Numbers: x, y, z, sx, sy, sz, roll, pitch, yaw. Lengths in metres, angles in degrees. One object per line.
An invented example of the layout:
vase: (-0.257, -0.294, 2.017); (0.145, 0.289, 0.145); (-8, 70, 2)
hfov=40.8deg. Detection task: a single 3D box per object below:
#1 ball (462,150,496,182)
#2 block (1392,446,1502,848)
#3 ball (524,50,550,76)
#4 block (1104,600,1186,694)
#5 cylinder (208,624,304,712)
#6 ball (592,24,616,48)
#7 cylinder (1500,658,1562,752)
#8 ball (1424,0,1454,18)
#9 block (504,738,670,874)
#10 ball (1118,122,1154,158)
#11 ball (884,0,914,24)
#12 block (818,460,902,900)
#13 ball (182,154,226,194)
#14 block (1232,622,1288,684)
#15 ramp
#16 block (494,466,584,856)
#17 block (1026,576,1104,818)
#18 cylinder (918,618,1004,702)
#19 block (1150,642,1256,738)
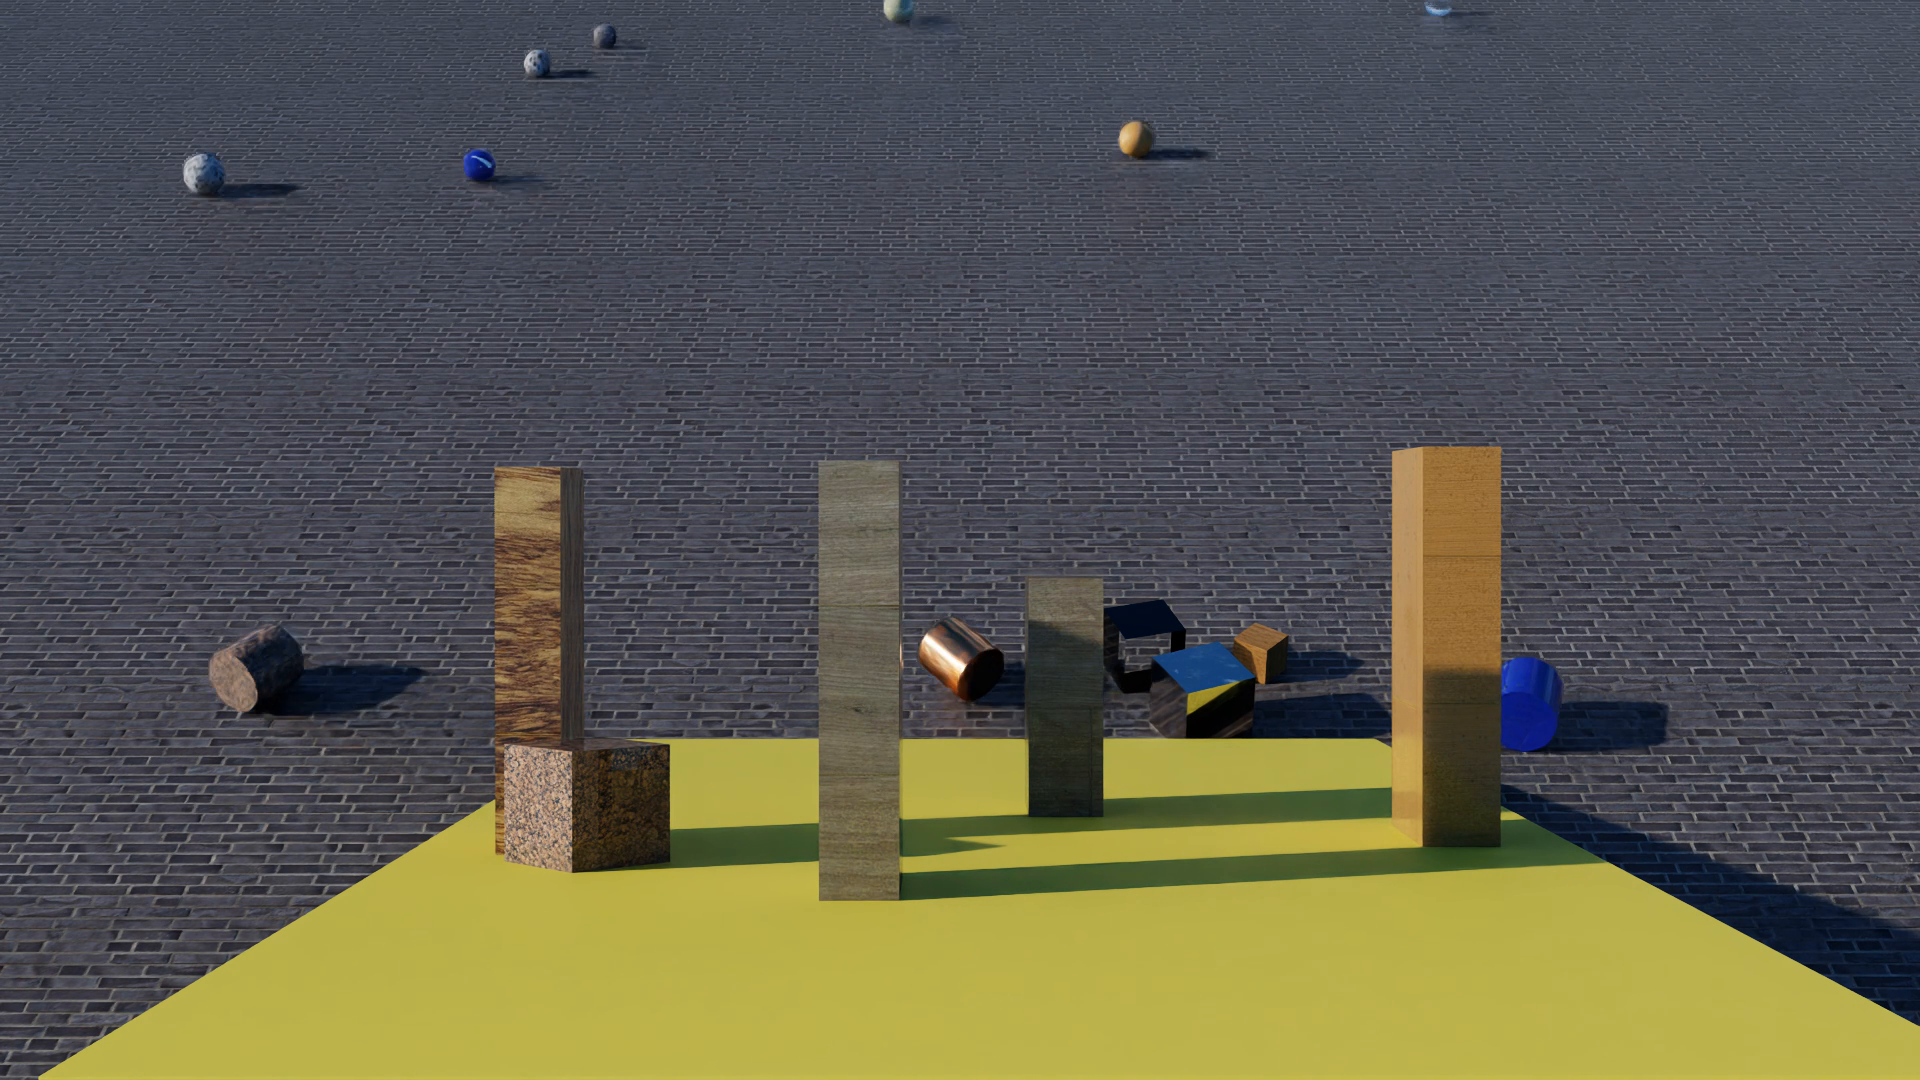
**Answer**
ball: (-1.927, -1.501, 10.359); (0.130, 0.130, 0.130); (0, 29, 0)
block: (0.862, 0.182, 4.596); (0.134, 0.688, 0.315); (0, 0, 0)
ball: (-1.883, -2.123, 11.515); (0.118, 0.118, 0.118); (0, 29, 0)
block: (0.499, 0.289, 7.028); (0.172, 0.172, 0.172); (-8, 30, -15)
cylinder: (-1.885, 0.341, 6.930); (0.176, 0.176, 0.176); (16, 32, 27)
ball: (-1.632, -2.314, 11.873); (0.109, 0.109, 0.109); (0, 29, 0)
cylinder: (1.477, 0.429, 6.765); (0.180, 0.180, 0.180); (8, 30, 14)
ball: (2.277, -2.554, 12.288); (0.134, 0.134, 0.134); (0, 29, 0)
block: (-0.614, 0.433, 4.256); (0.194, 0.194, 0.194); (0, 1, -43)
ball: (0.722, -1.644, 10.607); (0.143, 0.143, 0.143); (0, 29, 0)
ball: (-0.291, -2.512, 12.204); (0.142, 0.142, 0.142); (0, 29, 0)
block: (-0.149, 0.207, 3.946); (0.119, 0.650, 0.259); (0, 0, 0)
ball: (-2.991, -1.446, 10.228); (0.160, 0.160, 0.160); (0, 29, 0)
block: (0.820, 0.310, 7.059); (0.107, 0.107, 0.107); (21, 35, 34)
ramp: (0.064, 0.576, 4.620); (2.000, 0.100, 4.000); (0, 0, 0)
block: (-0.725, 0.202, 4.470); (0.110, 0.652, 0.271); (0, 0, 0)
block: (0.200, 0.297, 5.015); (0.141, 0.451, 0.259); (0, 0, 0)
cylinder: (0.003, 0.320, 6.954); (0.165, 0.165, 0.165); (-22, 44, -34)
block: (0.633, 0.417, 6.766); (0.199, 0.199, 0.199); (-12, 31, -21)
